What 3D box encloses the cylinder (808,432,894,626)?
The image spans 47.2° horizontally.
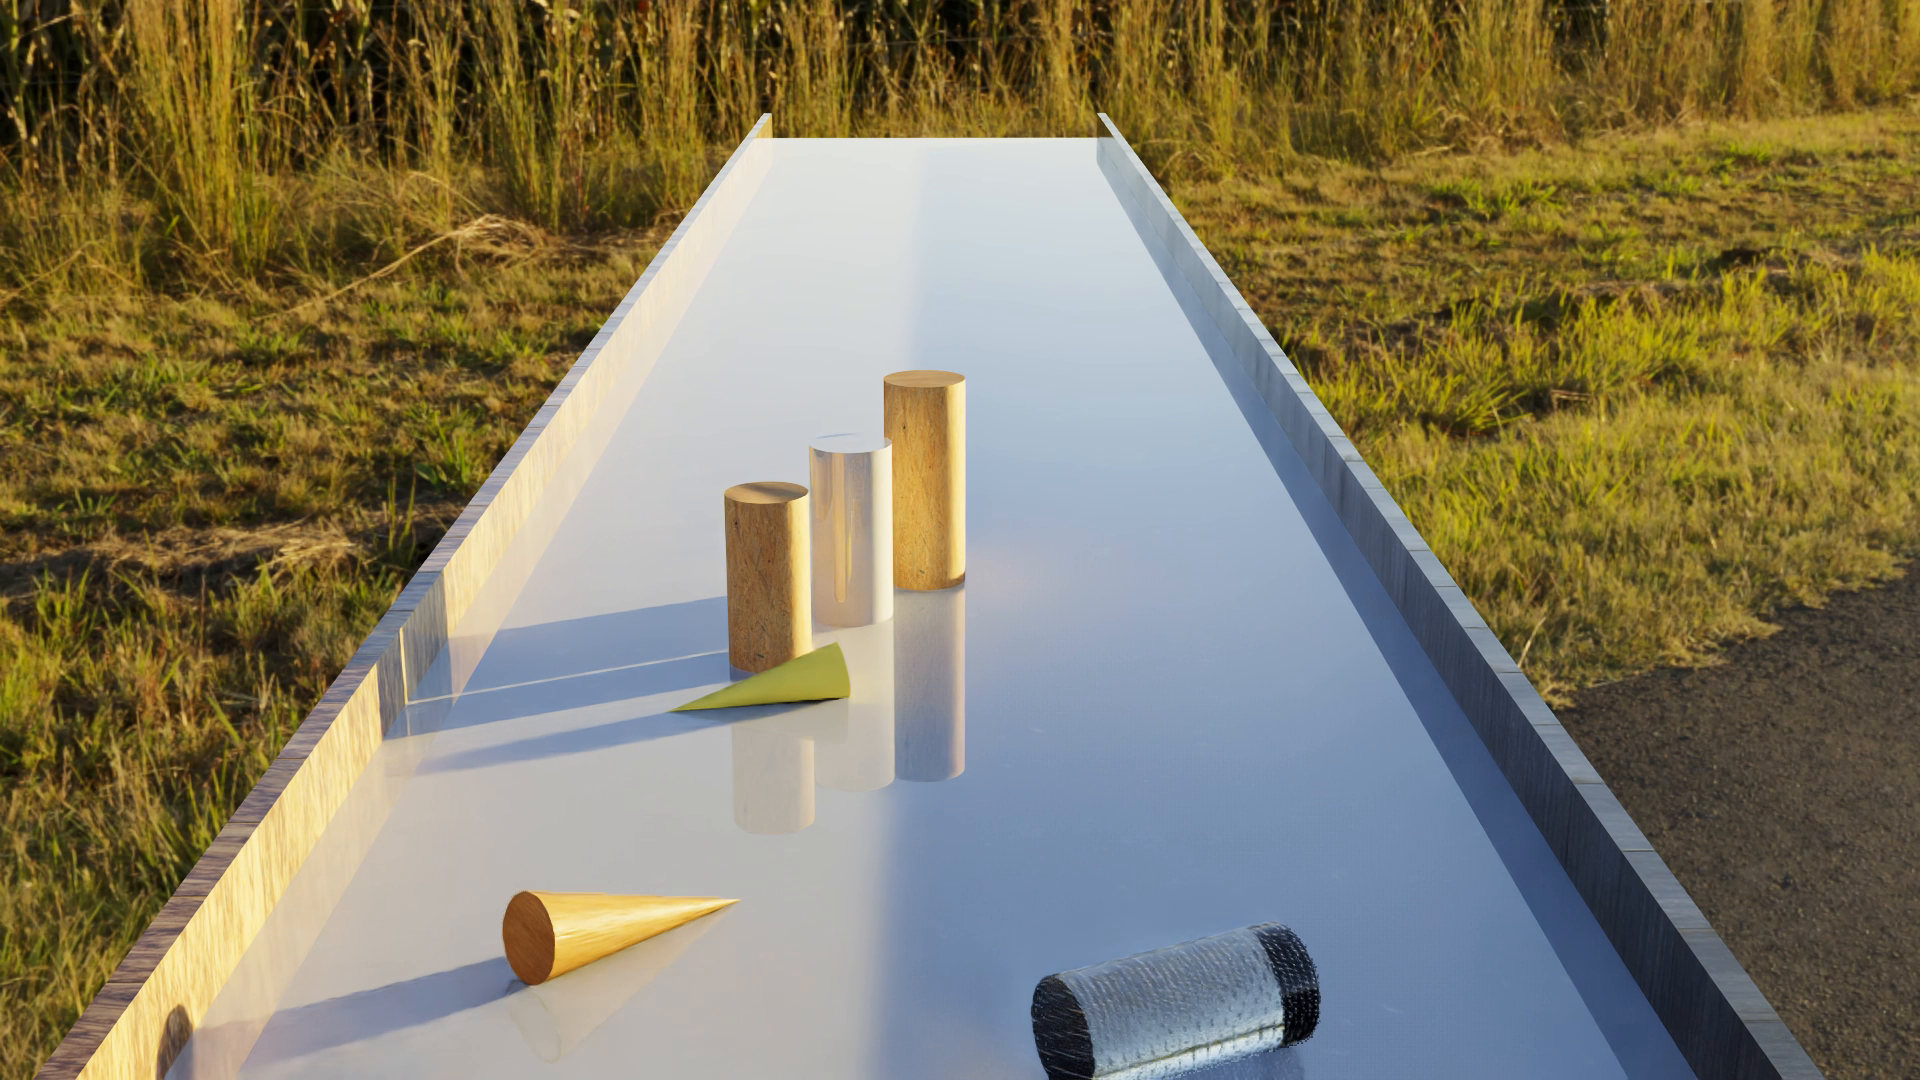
[{"bbox_3d":[-0.229,-0.023,4.644,0.174,0.376,0.174,0,17,0],"label":"cylinder"}]

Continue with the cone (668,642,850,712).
[{"bbox_3d":[-0.389,0.285,4.174,0.347,0.108,0.108,-13,19,-12],"label":"cone"}]

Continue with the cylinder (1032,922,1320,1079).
[{"bbox_3d":[0.283,0.614,2.879,0.342,0.162,0.162,-8,18,-26],"label":"cylinder"}]

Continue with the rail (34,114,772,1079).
[{"bbox_3d":[-1.118,-0.838,7.780,0.050,0.150,12.000,0,17,-1],"label":"rail"}]

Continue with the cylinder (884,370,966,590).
[{"bbox_3d":[-0.078,-0.134,4.874,0.179,0.458,0.179,0,17,0],"label":"cylinder"}]

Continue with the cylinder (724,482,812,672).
[{"bbox_3d":[-0.381,0.073,4.373,0.166,0.347,0.166,0,17,0],"label":"cylinder"}]

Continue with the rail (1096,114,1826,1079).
[{"bbox_3d":[0.932,-0.844,7.801,0.050,0.150,12.000,0,17,-1],"label":"rail"}]

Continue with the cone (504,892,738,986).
[{"bbox_3d":[-0.471,0.557,3.239,0.384,0.132,0.132,-2,14,-44],"label":"cone"}]
